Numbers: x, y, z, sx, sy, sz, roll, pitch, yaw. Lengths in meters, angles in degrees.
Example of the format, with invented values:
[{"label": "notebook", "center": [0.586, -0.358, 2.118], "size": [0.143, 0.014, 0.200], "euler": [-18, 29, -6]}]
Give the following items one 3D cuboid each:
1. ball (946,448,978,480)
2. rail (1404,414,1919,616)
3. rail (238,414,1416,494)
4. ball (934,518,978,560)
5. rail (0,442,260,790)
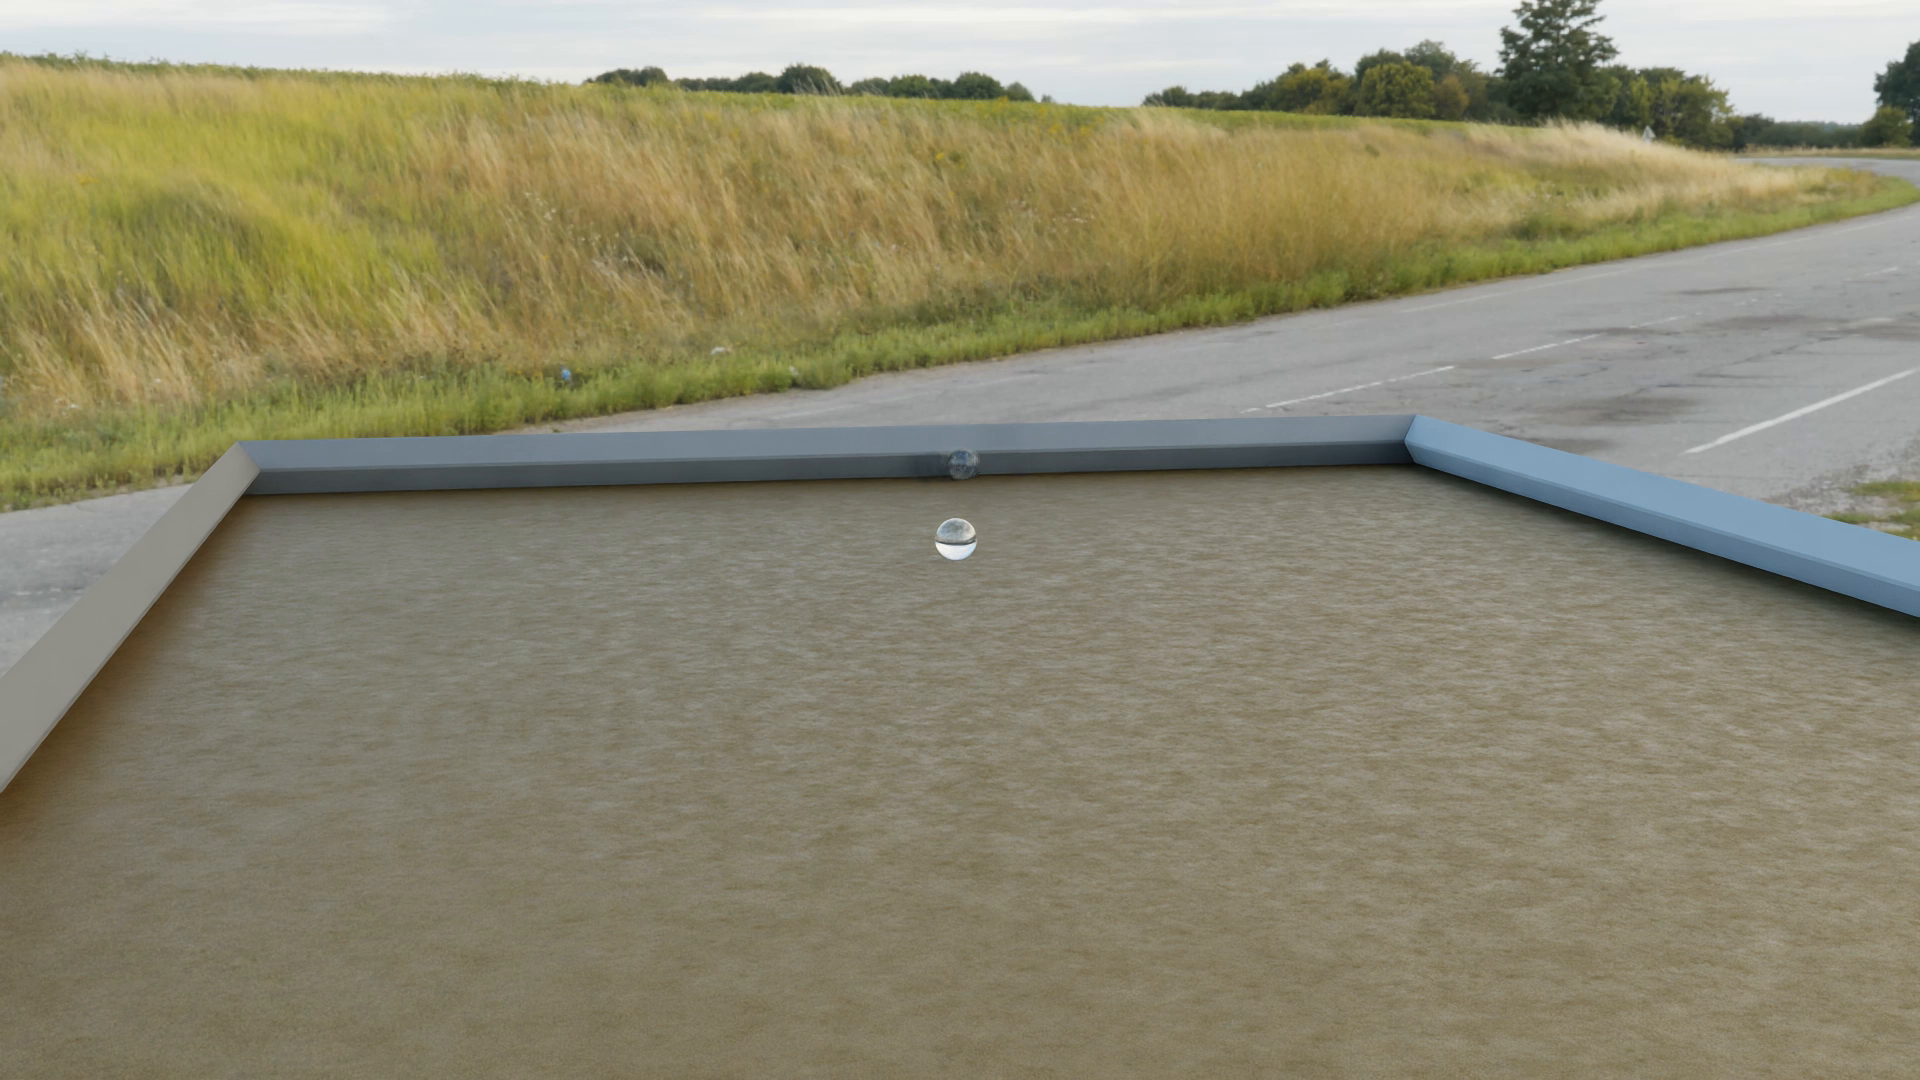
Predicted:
[{"label": "ball", "center": [0.005, -0.148, 4.291], "size": [0.062, 0.062, 0.062], "euler": [0, 9, 0]}, {"label": "rail", "center": [1.319, 0.098, 2.666], "size": [0.045, 0.099, 3.898], "euler": [-2, 9, -12]}, {"label": "rail", "center": [-0.194, -0.169, 4.296], "size": [2.337, 0.099, 0.045], "euler": [-2, 9, -12]}, {"label": "ball", "center": [-0.006, -0.001, 3.381], "size": [0.065, 0.065, 0.065], "euler": [0, 9, 0]}, {"label": "rail", "center": [-0.922, 0.173, 2.205], "size": [0.045, 0.099, 3.898], "euler": [-2, 9, -12]}]
